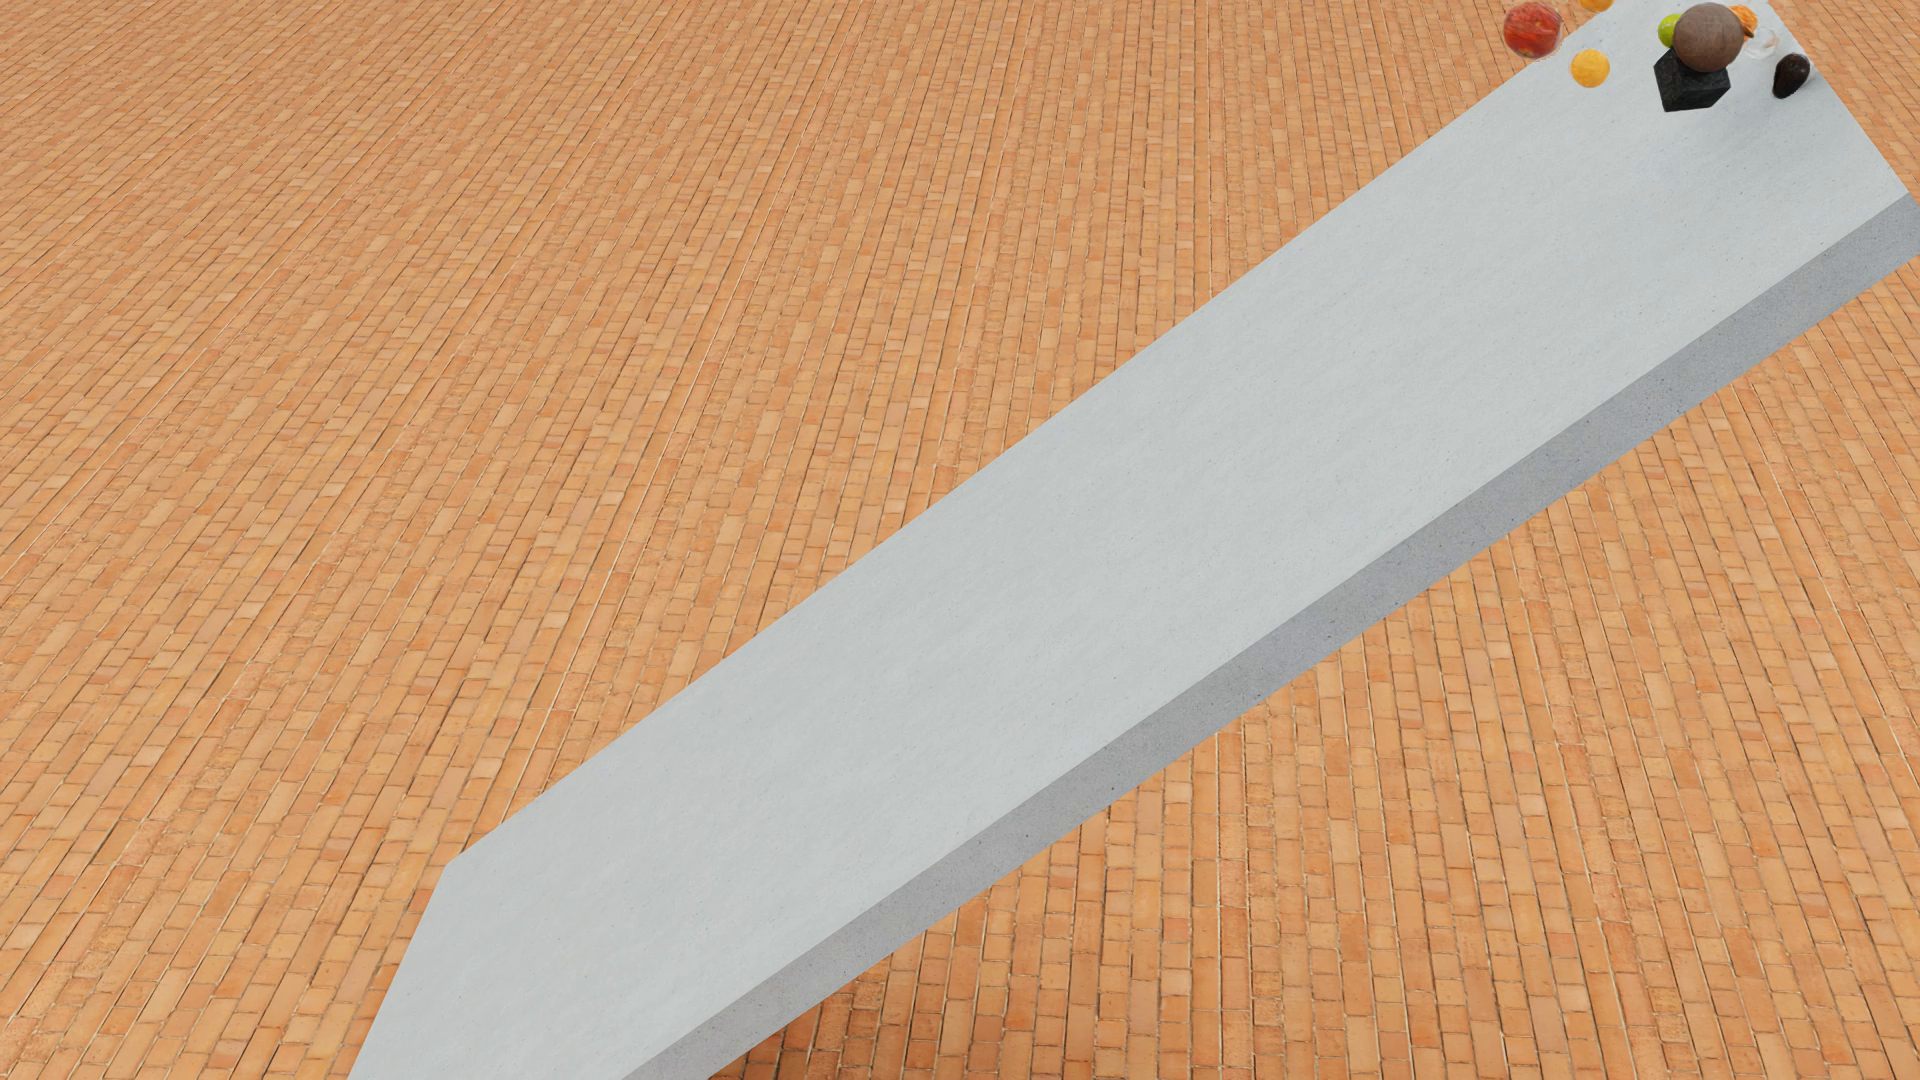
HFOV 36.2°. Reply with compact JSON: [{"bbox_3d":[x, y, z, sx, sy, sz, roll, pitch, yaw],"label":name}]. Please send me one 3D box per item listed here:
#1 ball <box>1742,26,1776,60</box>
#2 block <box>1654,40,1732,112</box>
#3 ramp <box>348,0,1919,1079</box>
[{"bbox_3d":[1.548,-0.963,5.695,0.065,0.065,0.065,0,24,0],"label":"ball"},{"bbox_3d":[1.401,-0.887,5.630,0.097,0.097,0.097,-7,-14,-12],"label":"block"},{"bbox_3d":[0.119,0.186,6.344,4.000,0.100,2.000,-36,16,18],"label":"ramp"}]
